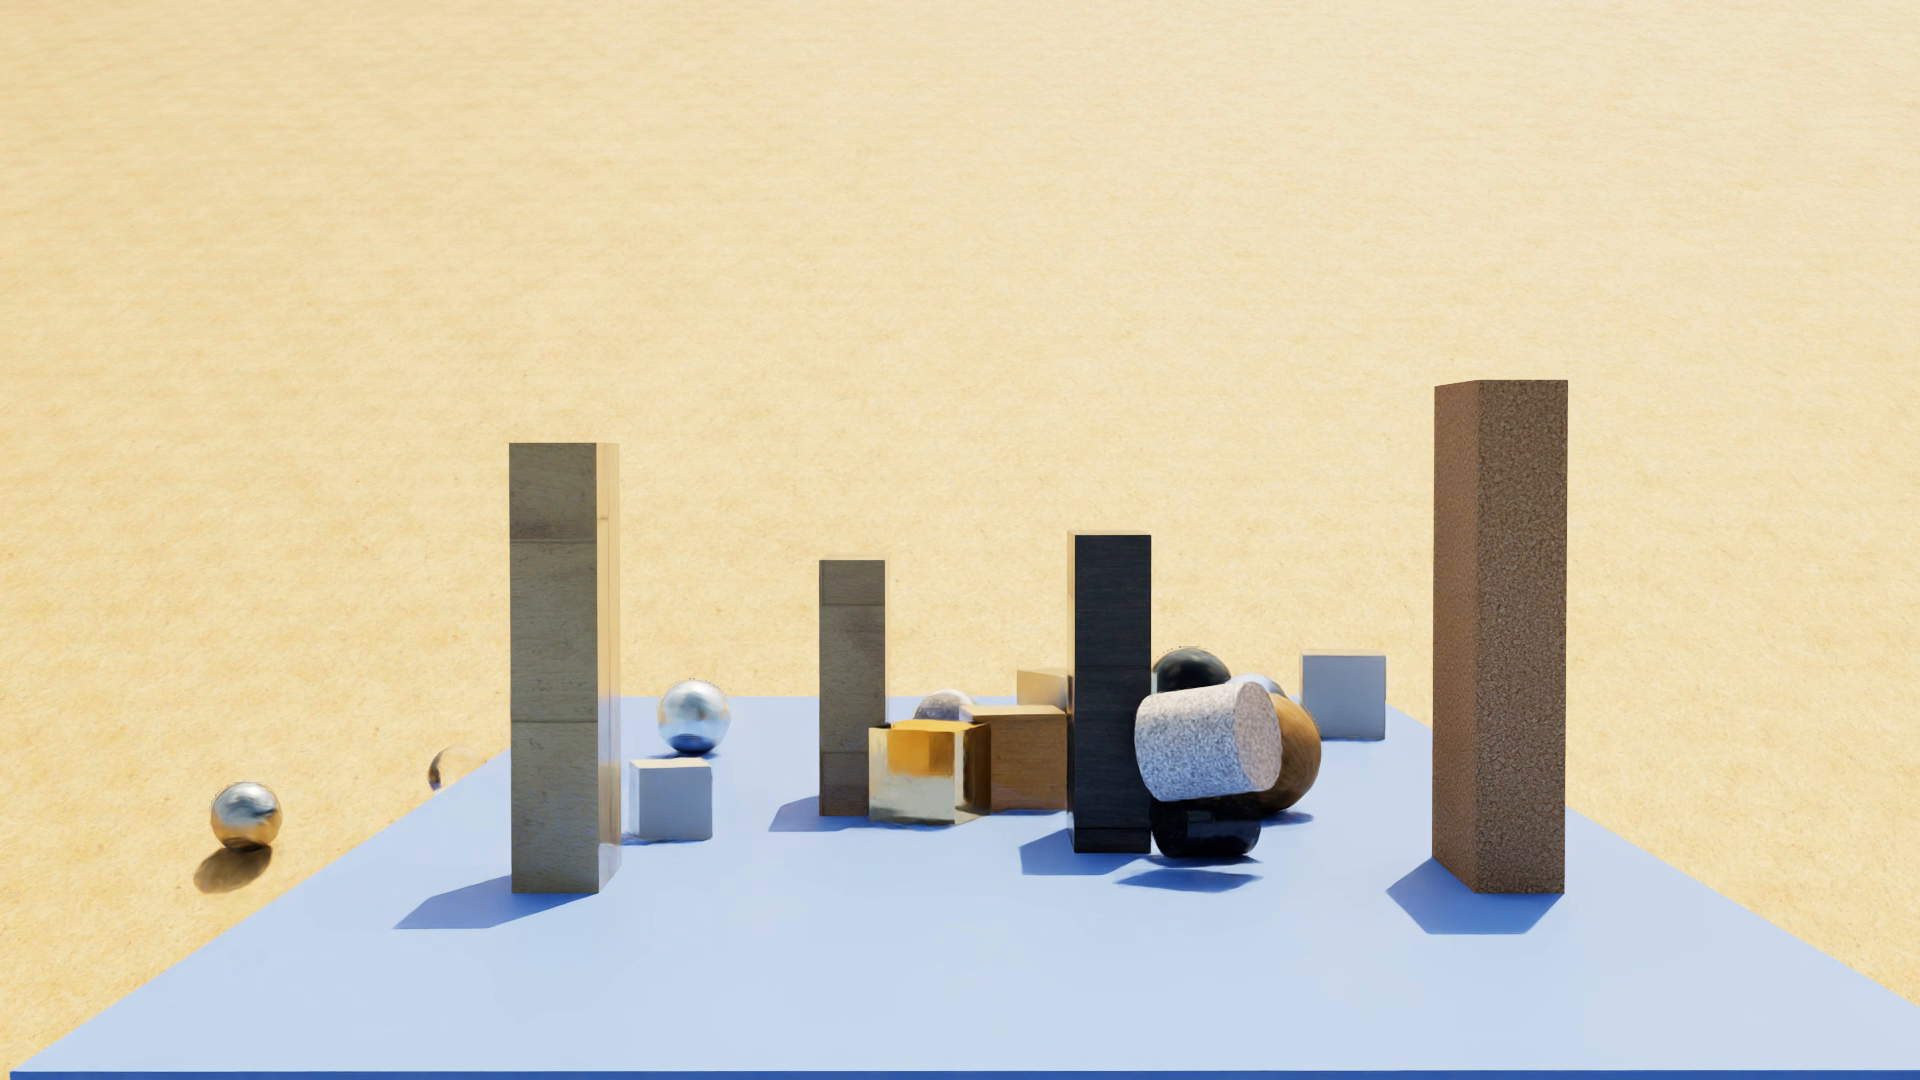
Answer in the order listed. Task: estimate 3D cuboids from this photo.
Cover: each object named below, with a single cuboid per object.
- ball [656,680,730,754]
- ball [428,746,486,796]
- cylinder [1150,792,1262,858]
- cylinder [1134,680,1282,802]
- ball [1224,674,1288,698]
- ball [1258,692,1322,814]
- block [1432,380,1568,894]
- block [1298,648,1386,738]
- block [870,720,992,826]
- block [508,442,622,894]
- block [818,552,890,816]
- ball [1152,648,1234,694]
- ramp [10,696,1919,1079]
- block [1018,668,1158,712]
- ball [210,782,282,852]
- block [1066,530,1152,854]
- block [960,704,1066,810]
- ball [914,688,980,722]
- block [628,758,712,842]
[{"bbox_3d":[-0.546,0.363,5.273,0.152,0.152,0.152,0,25,0],"label":"ball"},{"bbox_3d":[-1.113,0.524,5.723,0.137,0.137,0.137,0,25,0],"label":"ball"},{"bbox_3d":[0.373,0.419,3.920,0.125,0.125,0.125,0,23,-23],"label":"cylinder"},{"bbox_3d":[0.365,0.296,3.779,0.160,0.160,0.160,-10,17,30],"label":"cylinder"},{"bbox_3d":[0.600,0.356,5.314,0.162,0.162,0.162,0,25,0],"label":"ball"},{"bbox_3d":[0.511,0.362,4.388,0.209,0.209,0.209,0,25,0],"label":"ball"},{"bbox_3d":[0.779,0.130,3.742,0.124,0.715,0.331,0,2,0],"label":"block"},{"bbox_3d":[0.838,0.336,5.656,0.180,0.180,0.180,0,2,6],"label":"block"},{"bbox_3d":[-0.049,0.390,4.344,0.156,0.156,0.156,1,2,23],"label":"block"},{"bbox_3d":[-0.565,0.175,3.704,0.122,0.628,0.241,0,2,0],"label":"block"},{"bbox_3d":[-0.182,0.246,4.519,0.112,0.434,0.320,0,2,0],"label":"block"},{"bbox_3d":[0.492,0.330,5.516,0.200,0.200,0.200,0,25,0],"label":"ball"},{"bbox_3d":[0.057,0.512,4.553,2.000,0.100,4.000,0,2,0],"label":"ramp"},{"bbox_3d":[0.243,0.350,4.939,0.197,0.197,0.197,-1,2,-27],"label":"block"},{"bbox_3d":[-1.670,0.649,6.029,0.164,0.164,0.164,0,25,0],"label":"ball"},{"bbox_3d":[0.234,0.232,4.085,0.118,0.489,0.272,0,2,0],"label":"block"},{"bbox_3d":[0.092,0.380,4.517,0.165,0.165,0.165,0,2,-8],"label":"block"},{"bbox_3d":[-0.021,0.370,5.139,0.146,0.146,0.146,0,25,0],"label":"ball"},{"bbox_3d":[-0.467,0.417,4.148,0.116,0.116,0.116,-1,2,-15],"label":"block"}]
